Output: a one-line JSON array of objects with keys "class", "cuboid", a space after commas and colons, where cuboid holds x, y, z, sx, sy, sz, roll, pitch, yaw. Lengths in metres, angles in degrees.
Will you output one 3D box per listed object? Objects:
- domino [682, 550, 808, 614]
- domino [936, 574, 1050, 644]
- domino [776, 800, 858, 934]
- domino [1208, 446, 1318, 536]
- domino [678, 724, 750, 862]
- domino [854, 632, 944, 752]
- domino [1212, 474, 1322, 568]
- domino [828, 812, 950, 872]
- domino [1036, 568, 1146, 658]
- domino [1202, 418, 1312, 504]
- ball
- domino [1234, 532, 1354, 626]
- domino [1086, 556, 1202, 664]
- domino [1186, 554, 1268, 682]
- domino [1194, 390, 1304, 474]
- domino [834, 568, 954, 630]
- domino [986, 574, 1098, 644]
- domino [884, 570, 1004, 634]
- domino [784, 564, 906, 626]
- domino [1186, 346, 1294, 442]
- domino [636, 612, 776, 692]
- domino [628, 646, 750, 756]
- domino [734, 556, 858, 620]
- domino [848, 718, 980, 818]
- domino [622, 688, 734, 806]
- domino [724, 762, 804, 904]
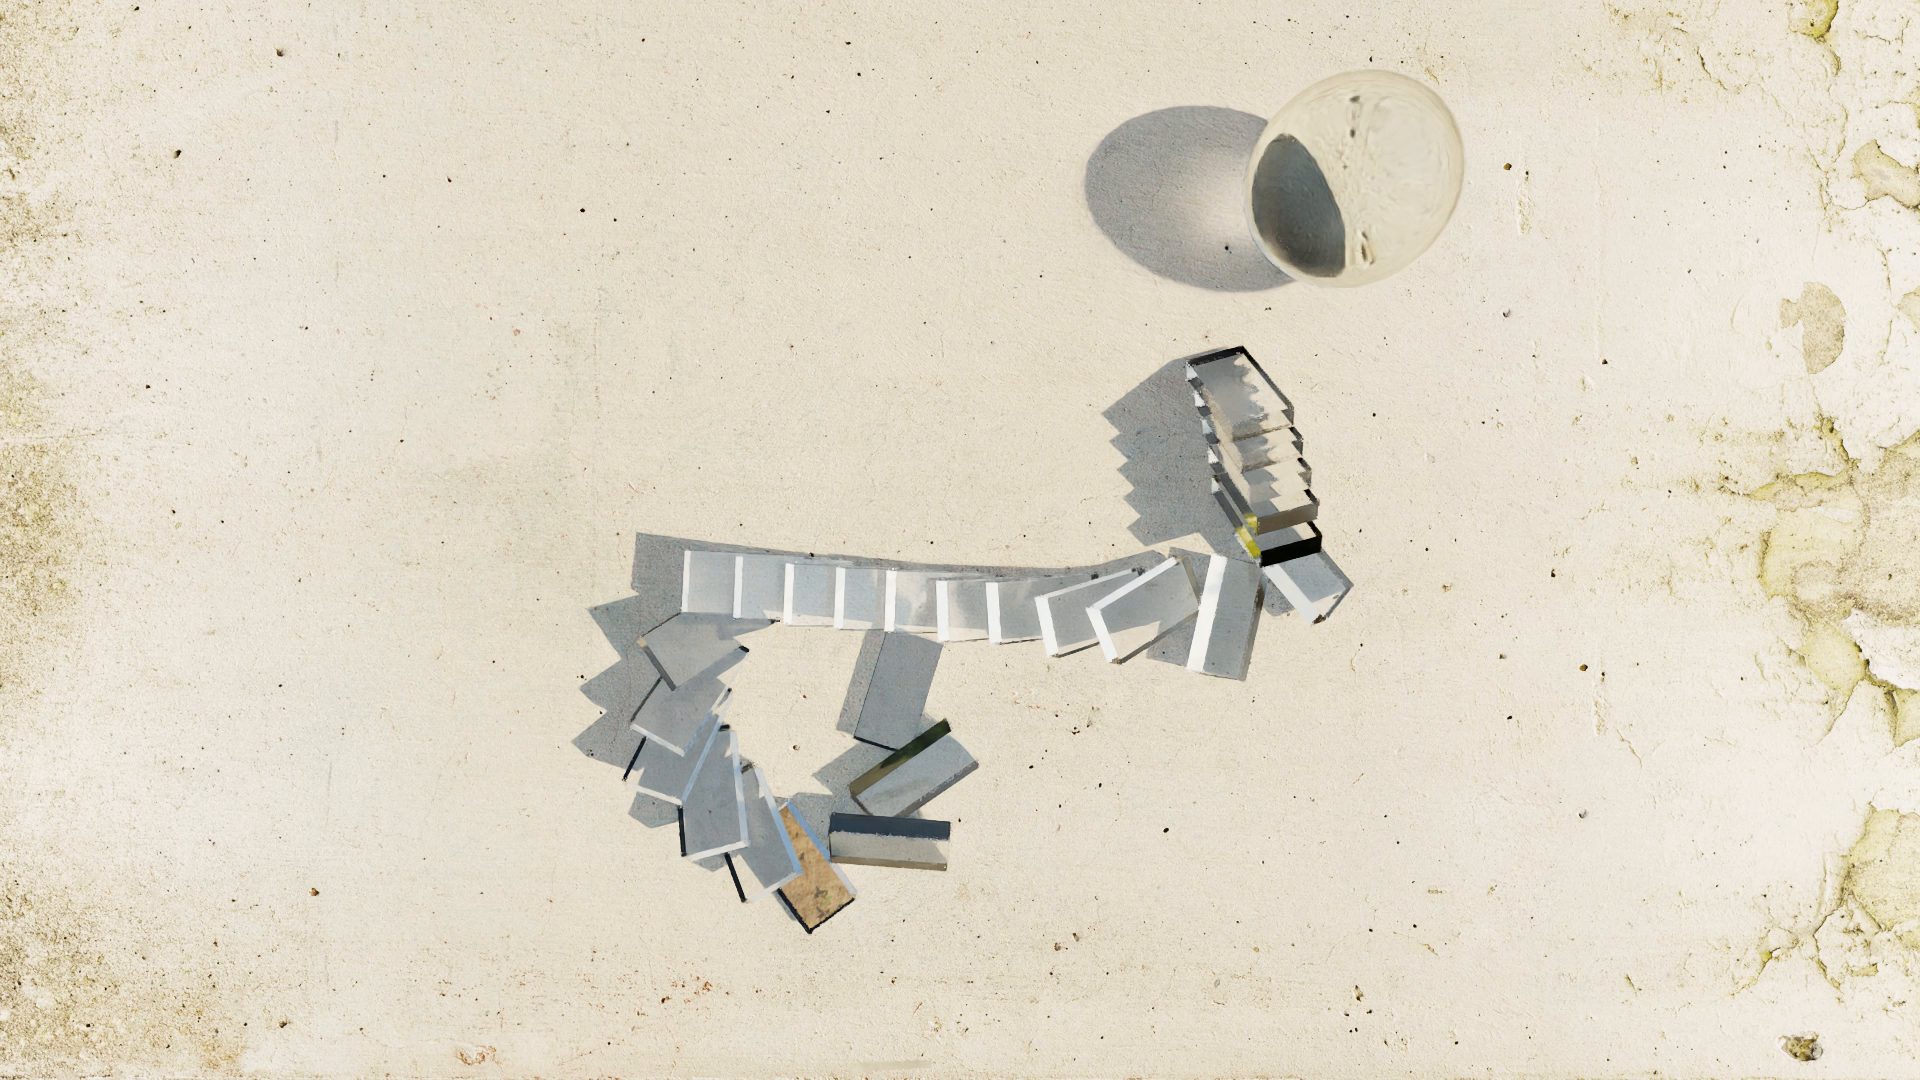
[{"class": "domino", "cuboid": [-0.089, 0.018, 0.383, 0.050, 0.010, 0.025, 4, 85, -30]}, {"class": "domino", "cuboid": [0.015, 0.028, 0.384, 0.050, 0.009, 0.025, -2, 90, -28]}, {"class": "domino", "cuboid": [-0.069, 0.141, 0.395, 0.025, 0.009, 0.050, -36, 90, 0]}, {"class": "domino", "cuboid": [0.124, -0.024, 0.378, 0.025, 0.050, 0.010, -15, 131, 0]}, {"class": "domino", "cuboid": [-0.105, 0.105, 0.384, 0.025, 0.010, 0.050, -15, 60, 0]}, {"class": "domino", "cuboid": [-0.026, 0.065, 0.395, 0.025, 0.010, 0.050, 17, 90, 0]}, {"class": "domino", "cuboid": [0.126, -0.011, 0.378, 0.025, 0.050, 0.010, -15, 132, 0]}, {"class": "domino", "cuboid": [-0.030, 0.128, 0.388, 0.050, 0.010, 0.025, 4, 133, 0]}, {"class": "domino", "cuboid": [0.057, 0.030, 0.384, 0.050, 0.010, 0.025, -15, 95, -26]}, {"class": "domino", "cuboid": [0.122, -0.037, 0.378, 0.025, 0.050, 0.009, -15, 131, 0]}, {"class": "ball", "cuboid": [0.153, -0.140, 0.360, 0.080, 0.080, 0.080, 0, 90, 0]}, {"class": "domino", "cuboid": [0.142, 0.009, 0.390, 0.025, 0.009, 0.050, -40, 90, -29]}, {"class": "domino", "cuboid": [0.079, 0.029, 0.384, 0.050, 0.010, 0.025, -28, 101, -23]}, {"class": "domino", "cuboid": [0.115, 0.033, 0.390, 0.025, 0.009, 0.050, 12, 90, -26]}, {"class": "domino", "cuboid": [0.118, -0.049, 0.378, 0.025, 0.050, 0.010, -15, 131, 0]}, {"class": "domino", "cuboid": [-0.027, 0.025, 0.384, 0.050, 0.009, 0.025, 2, 90, -29]}, {"class": "domino", "cuboid": [0.036, 0.028, 0.384, 0.050, 0.010, 0.025, -4, 90, -28]}, {"class": "domino", "cuboid": [-0.006, 0.026, 0.384, 0.050, 0.010, 0.025, 3, 90, -28]}, {"class": "domino", "cuboid": [-0.048, 0.023, 0.384, 0.050, 0.010, 0.025, 3, 90, -30]}, {"class": "domino", "cuboid": [0.115, -0.061, 0.378, 0.025, 0.050, 0.009, -15, 131, 0]}, {"class": "domino", "cuboid": [-0.105, 0.038, 0.382, 0.050, 0.010, 0.025, -35, 90, -34]}, {"class": "domino", "cuboid": [-0.112, 0.062, 0.383, 0.025, 0.009, 0.050, 28, 58, 1]}, {"class": "domino", "cuboid": [-0.068, 0.020, 0.383, 0.050, 0.010, 0.025, 3, 88, -30]}, {"class": "domino", "cuboid": [-0.019, 0.100, 0.390, 0.050, 0.009, 0.025, -34, 120, 0]}, {"class": "domino", "cuboid": [-0.117, 0.082, 0.382, 0.025, 0.010, 0.050, 18, 58, 2]}, {"class": "domino", "cuboid": [-0.088, 0.123, 0.385, 0.025, 0.009, 0.050, -30, 64, 0]}]
